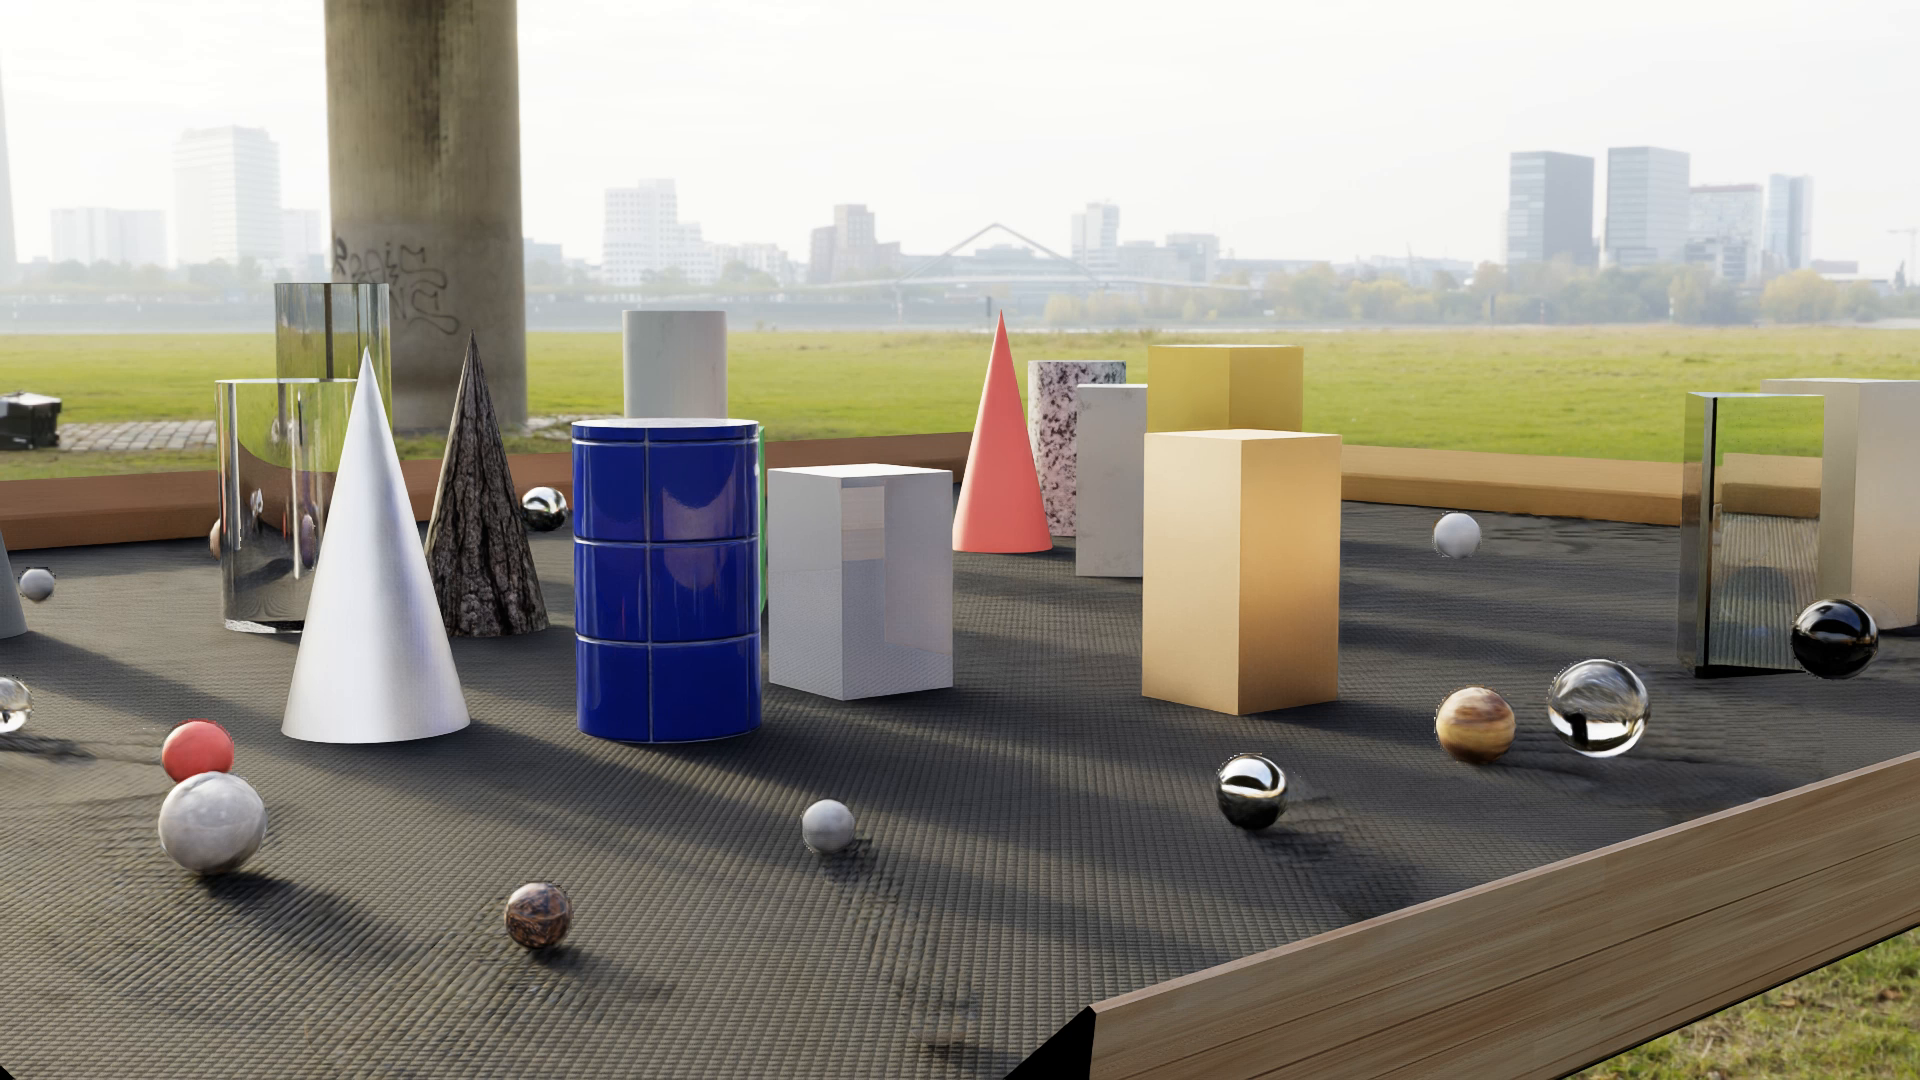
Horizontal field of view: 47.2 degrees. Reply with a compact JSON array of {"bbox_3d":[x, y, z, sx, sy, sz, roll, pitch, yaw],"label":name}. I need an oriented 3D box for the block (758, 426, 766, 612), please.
[{"bbox_3d":[-0.375,-0.033,3.307,0.158,0.267,0.158,0,6,-3],"label":"block"}]

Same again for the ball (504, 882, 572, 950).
[{"bbox_3d":[-0.295,0.263,1.537,0.047,0.047,0.047,0,6,0],"label":"ball"}]

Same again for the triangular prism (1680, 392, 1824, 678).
[{"bbox_3d":[0.952,-0.011,2.745,0.171,0.341,0.148,-2,6,-19],"label":"triangular prism"}]

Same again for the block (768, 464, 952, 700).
[{"bbox_3d":[-0.119,0.045,2.614,0.158,0.256,0.158,-4,7,-37],"label":"block"}]

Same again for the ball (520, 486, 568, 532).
[{"bbox_3d":[-0.835,-0.061,4.416,0.093,0.093,0.093,0,6,0],"label":"ball"}]

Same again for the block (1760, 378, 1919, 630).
[{"bbox_3d":[1.247,-0.053,3.122,0.158,0.346,0.158,-4,7,-34],"label":"block"}]

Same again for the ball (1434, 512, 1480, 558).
[{"bbox_3d":[0.893,-0.008,3.950,0.083,0.083,0.083,0,6,0],"label":"ball"}]

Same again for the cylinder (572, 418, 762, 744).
[{"bbox_3d":[-0.312,0.037,2.350,0.197,0.326,0.197,0,6,0],"label":"cylinder"}]

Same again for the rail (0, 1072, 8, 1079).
[{"bbox_3d":[-1.401,0.168,2.046,0.045,0.128,3.521,-5,8,-42],"label":"rail"}]

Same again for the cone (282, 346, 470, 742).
[{"bbox_3d":[-0.628,-0.004,2.347,0.197,0.409,0.197,0,6,0],"label":"cone"}]

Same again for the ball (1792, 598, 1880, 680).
[{"bbox_3d":[1.056,0.120,2.654,0.099,0.099,0.099,0,6,0],"label":"ball"}]

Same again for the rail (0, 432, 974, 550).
[{"bbox_3d":[-1.178,-0.099,4.601,3.860,0.128,0.045,-5,8,-42],"label":"rail"}]

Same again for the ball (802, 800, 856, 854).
[{"bbox_3d":[-0.108,0.236,1.808,0.044,0.044,0.044,0,6,0],"label":"ball"}]

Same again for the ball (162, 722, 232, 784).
[{"bbox_3d":[-0.712,0.201,2.054,0.063,0.063,0.063,0,6,0],"label":"ball"}]

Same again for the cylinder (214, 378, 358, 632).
[{"bbox_3d":[-0.950,-0.054,3.126,0.197,0.346,0.197,0,6,0],"label":"cylinder"}]

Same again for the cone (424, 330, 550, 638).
[{"bbox_3d":[-0.679,-0.087,3.081,0.197,0.422,0.197,0,6,0],"label":"cone"}]

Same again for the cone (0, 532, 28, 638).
[{"bbox_3d":[-1.393,-0.112,3.008,0.197,0.487,0.197,0,6,0],"label":"cone"}]

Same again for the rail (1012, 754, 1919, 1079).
[{"bbox_3d":[1.178,0.166,2.062,3.860,0.128,0.045,-5,8,-42],"label":"rail"}]

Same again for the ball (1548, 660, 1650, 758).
[{"bbox_3d":[0.638,0.168,2.195,0.098,0.098,0.098,0,6,0],"label":"ball"}]

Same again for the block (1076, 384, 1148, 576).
[{"bbox_3d":[0.279,-0.104,3.750,0.158,0.317,0.158,0,6,4],"label":"block"}]

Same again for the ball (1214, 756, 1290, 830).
[{"bbox_3d":[0.251,0.217,1.891,0.064,0.064,0.064,0,6,0],"label":"ball"}]

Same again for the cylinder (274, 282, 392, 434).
[{"bbox_3d":[-1.117,-0.211,3.932,0.197,0.492,0.197,0,6,0],"label":"cylinder"}]

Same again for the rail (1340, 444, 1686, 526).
[{"bbox_3d":[1.401,-0.101,4.618,0.045,0.128,3.521,-5,8,-42],"label":"rail"}]

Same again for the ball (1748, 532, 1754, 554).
[{"bbox_3d":[1.445,0.005,3.950,0.057,0.057,0.057,0,6,0],"label":"ball"}]

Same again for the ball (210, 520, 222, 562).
[{"bbox_3d":[-1.249,0.001,3.806,0.096,0.096,0.096,0,6,0],"label":"ball"}]

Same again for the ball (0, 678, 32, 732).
[{"bbox_3d":[-1.012,0.174,2.324,0.059,0.059,0.059,0,6,0],"label":"ball"}]

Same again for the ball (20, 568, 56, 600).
[{"bbox_3d":[-1.419,0.069,3.383,0.050,0.050,0.050,0,6,0],"label":"ball"}]

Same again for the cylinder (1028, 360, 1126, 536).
[{"bbox_3d":[0.235,-0.188,4.428,0.197,0.343,0.197,0,6,0],"label":"cylinder"}]

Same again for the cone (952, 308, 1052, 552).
[{"bbox_3d":[0.077,-0.209,4.124,0.197,0.448,0.197,0,6,0],"label":"cone"}]

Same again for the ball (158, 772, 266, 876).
[{"bbox_3d":[-0.591,0.224,1.740,0.081,0.081,0.081,0,6,0],"label":"ball"}]

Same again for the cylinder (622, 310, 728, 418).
[{"bbox_3d":[-0.540,-0.214,4.188,0.197,0.444,0.197,0,6,0],"label":"cylinder"}]

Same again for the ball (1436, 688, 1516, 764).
[{"bbox_3d":[0.507,0.183,2.162,0.076,0.076,0.076,0,6,0],"label":"ball"}]

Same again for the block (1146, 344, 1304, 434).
[{"bbox_3d":[0.382,-0.083,3.182,0.158,0.393,0.158,-5,8,-41],"label":"block"}]

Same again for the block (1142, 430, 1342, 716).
[{"bbox_3d":[0.322,0.031,2.519,0.158,0.304,0.158,-4,7,-37],"label":"block"}]
